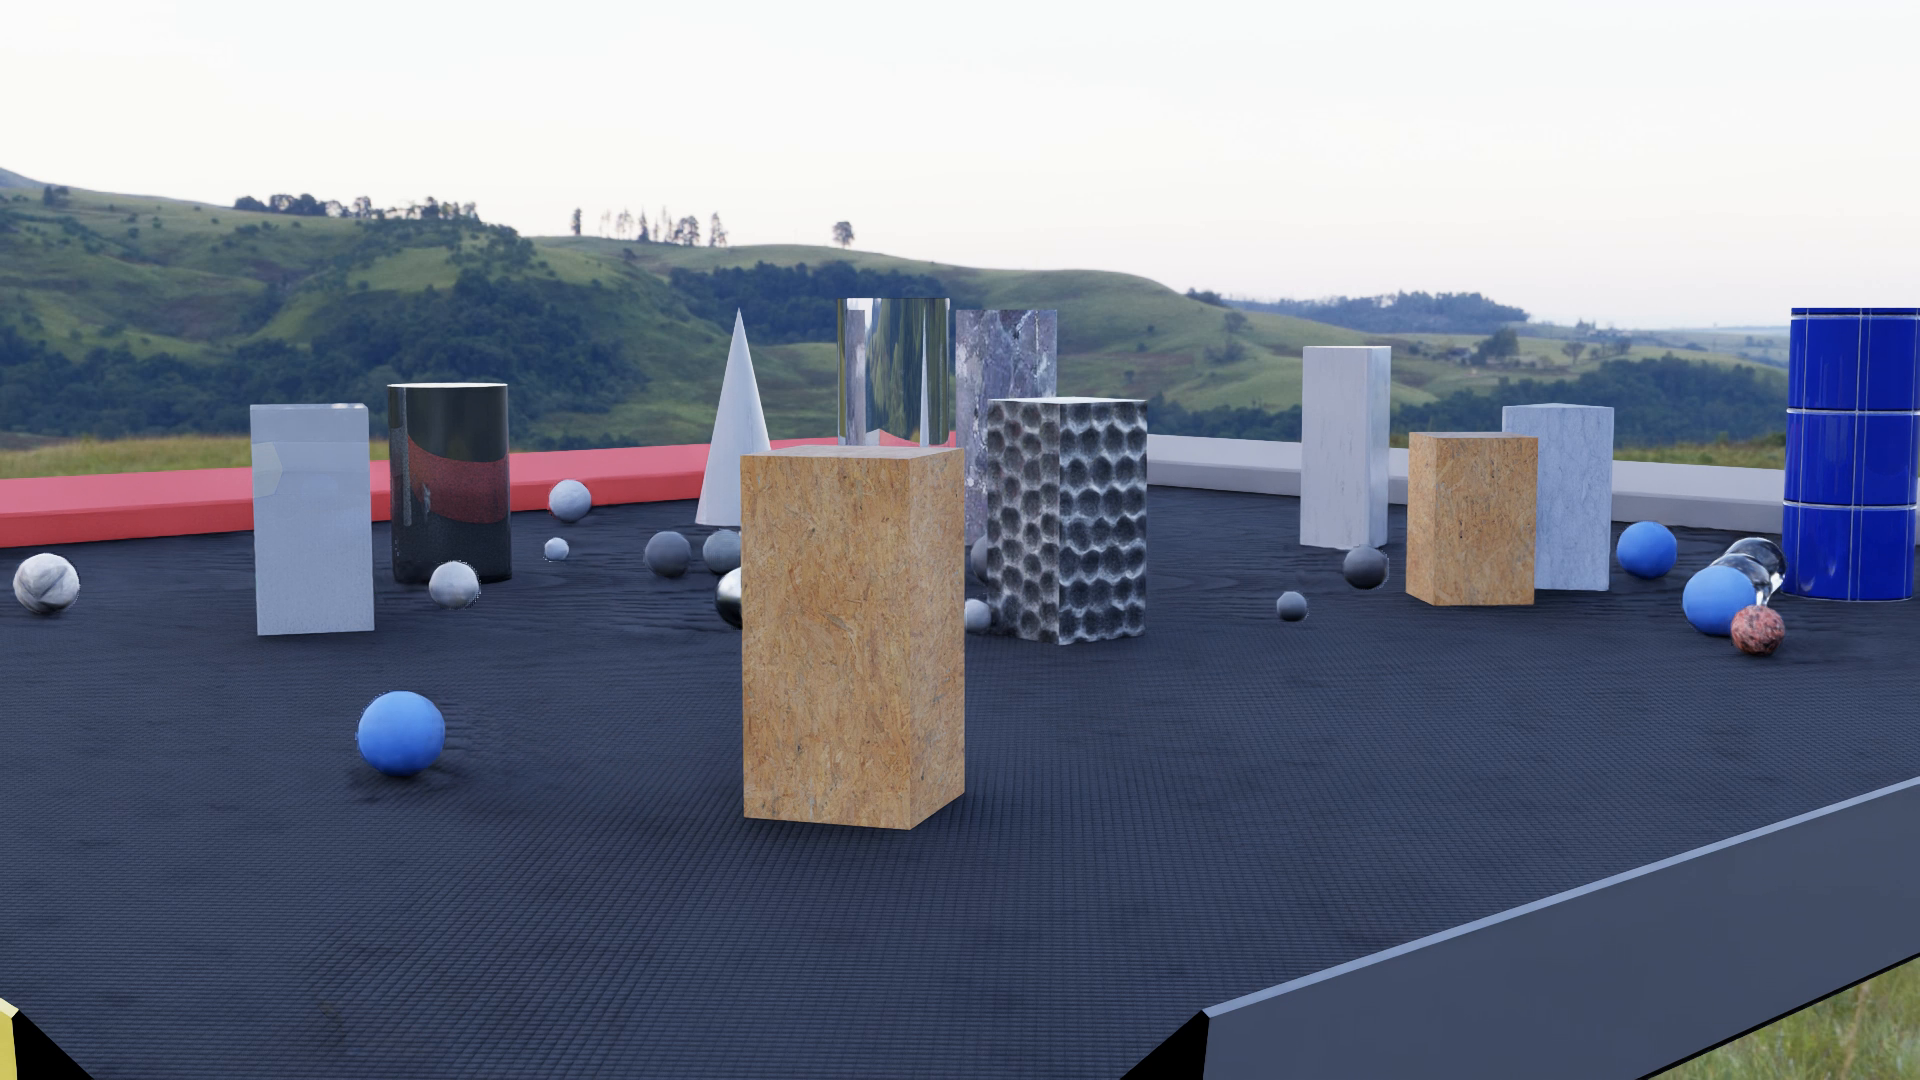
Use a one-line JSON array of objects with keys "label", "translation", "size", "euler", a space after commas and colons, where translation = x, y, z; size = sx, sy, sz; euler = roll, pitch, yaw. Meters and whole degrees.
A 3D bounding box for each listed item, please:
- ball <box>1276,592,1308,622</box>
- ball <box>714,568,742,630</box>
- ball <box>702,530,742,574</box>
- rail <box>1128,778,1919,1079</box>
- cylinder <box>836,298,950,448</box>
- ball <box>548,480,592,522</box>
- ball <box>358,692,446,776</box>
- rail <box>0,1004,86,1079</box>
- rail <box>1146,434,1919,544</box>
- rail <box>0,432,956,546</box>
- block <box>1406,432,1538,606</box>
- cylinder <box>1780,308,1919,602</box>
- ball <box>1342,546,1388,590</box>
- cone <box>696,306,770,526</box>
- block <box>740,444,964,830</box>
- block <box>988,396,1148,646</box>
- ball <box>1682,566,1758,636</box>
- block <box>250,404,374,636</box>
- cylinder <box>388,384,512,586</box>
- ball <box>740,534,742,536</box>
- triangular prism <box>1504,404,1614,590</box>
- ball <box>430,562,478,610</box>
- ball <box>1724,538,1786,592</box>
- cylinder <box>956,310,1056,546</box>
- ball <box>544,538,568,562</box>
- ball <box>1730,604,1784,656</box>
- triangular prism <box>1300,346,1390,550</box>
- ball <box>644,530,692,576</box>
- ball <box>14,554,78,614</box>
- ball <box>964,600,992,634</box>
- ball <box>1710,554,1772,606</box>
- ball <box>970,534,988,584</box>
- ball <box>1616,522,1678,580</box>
[{"label": "ball", "translation": [0.472, 0.095, 3.132], "size": [0.044, 0.044, 0.044], "euler": [0, 6, 0]}, {"label": "ball", "translation": [-0.299, 0.082, 3.063], "size": [0.086, 0.086, 0.086], "euler": [0, 6, 0]}, {"label": "ball", "translation": [-0.394, 0.021, 3.694], "size": [0.076, 0.076, 0.076], "euler": [0, 6, 0]}, {"label": "rail", "translation": [1.202, 0.169, 2.037], "size": [3.806, 0.125, 0.045], "euler": [-6, 8, -42]}, {"label": "cylinder", "translation": [-0.114, -0.184, 3.787], "size": [0.193, 0.462, 0.193], "euler": [0, 6, 0]}, {"label": "ball", "translation": [-0.818, -0.082, 4.612], "size": [0.089, 0.089, 0.089], "euler": [0, 6, 0]}, {"label": "ball", "translation": [-0.533, 0.185, 2.100], "size": [0.082, 0.082, 0.082], "euler": [0, 6, 0]}, {"label": "rail", "translation": [-1.381, 0.166, 2.065], "size": [0.045, 0.125, 3.591], "euler": [-6, 8, -42]}, {"label": "rail", "translation": [1.381, -0.101, 4.599], "size": [0.045, 0.125, 3.591], "euler": [-6, 8, -42]}, {"label": "rail", "translation": [-1.202, -0.103, 4.627], "size": [3.806, 0.125, 0.045], "euler": [-6, 8, -42]}, {"label": "block", "translation": [0.785, -0.036, 3.381], "size": [0.154, 0.253, 0.154], "euler": [0, 6, -4]}, {"label": "cylinder", "translation": [1.388, -0.137, 3.423], "size": [0.193, 0.447, 0.193], "euler": [0, 6, 0]}, {"label": "ball", "translation": [0.644, 0.045, 3.493], "size": [0.070, 0.070, 0.070], "euler": [0, 6, 0]}, {"label": "cone", "translation": [-0.460, -0.263, 4.598], "size": [0.193, 0.450, 0.193], "euler": [0, 6, 0]}, {"label": "block", "translation": [-0.093, 0.080, 1.966], "size": [0.154, 0.319, 0.154], "euler": [2, 6, 18]}, {"label": "block", "translation": [0.146, -0.031, 3.011], "size": [0.154, 0.321, 0.154], "euler": [-5, 8, -37]}, {"label": "ball", "translation": [1.036, 0.083, 3.000], "size": [0.097, 0.097, 0.097], "euler": [0, 6, 0]}, {"label": "block", "translation": [-0.911, -0.033, 3.089], "size": [0.154, 0.309, 0.154], "euler": [-2, 6, -18]}, {"label": "cylinder", "translation": [-0.840, -0.095, 3.622], "size": [0.193, 0.320, 0.193], "euler": [0, 6, 0]}, {"label": "ball", "translation": [-0.351, 0.003, 3.848], "size": [0.078, 0.078, 0.078], "euler": [0, 6, 0]}, {"label": "triangular prism", "translation": [0.962, -0.073, 3.564], "size": [0.167, 0.290, 0.145], "euler": [1, 6, 13]}, {"label": "ball", "translation": [-0.751, 0.068, 3.263], "size": [0.071, 0.071, 0.071], "euler": [0, 6, 0]}, {"label": "ball", "translation": [1.225, 0.043, 3.394], "size": [0.094, 0.094, 0.094], "euler": [0, 6, 0]}, {"label": "cylinder", "translation": [0.088, -0.217, 4.196], "size": [0.193, 0.443, 0.193], "euler": [0, 6, 0]}, {"label": "ball", "translation": [-0.714, 0.017, 3.887], "size": [0.042, 0.042, 0.042], "euler": [0, 6, 0]}, {"label": "ball", "translation": [1.027, 0.116, 2.833], "size": [0.066, 0.066, 0.066], "euler": [0, 6, 0]}, {"label": "triangular prism", "translation": [0.755, -0.176, 4.138], "size": [0.145, 0.374, 0.167], "euler": [-5, 8, -37]}, {"label": "ball", "translation": [-0.486, 0.023, 3.667], "size": [0.077, 0.077, 0.077], "euler": [0, 6, 0]}, {"label": "ball", "translation": [-1.339, 0.064, 3.221], "size": [0.088, 0.088, 0.088], "euler": [0, 6, 0]}, {"label": "ball", "translation": [0.019, 0.106, 3.015], "size": [0.048, 0.048, 0.048], "euler": [0, 6, 0]}, {"label": "ball", "translation": [1.120, 0.066, 3.169], "size": [0.095, 0.095, 0.095], "euler": [0, 6, 0]}, {"label": "ball", "translation": [0.061, 0.030, 3.535], "size": [0.089, 0.089, 0.089], "euler": [0, 6, 0]}, {"label": "ball", "translation": [1.135, 0.017, 3.632], "size": [0.096, 0.096, 0.096], "euler": [0, 6, 0]}]
